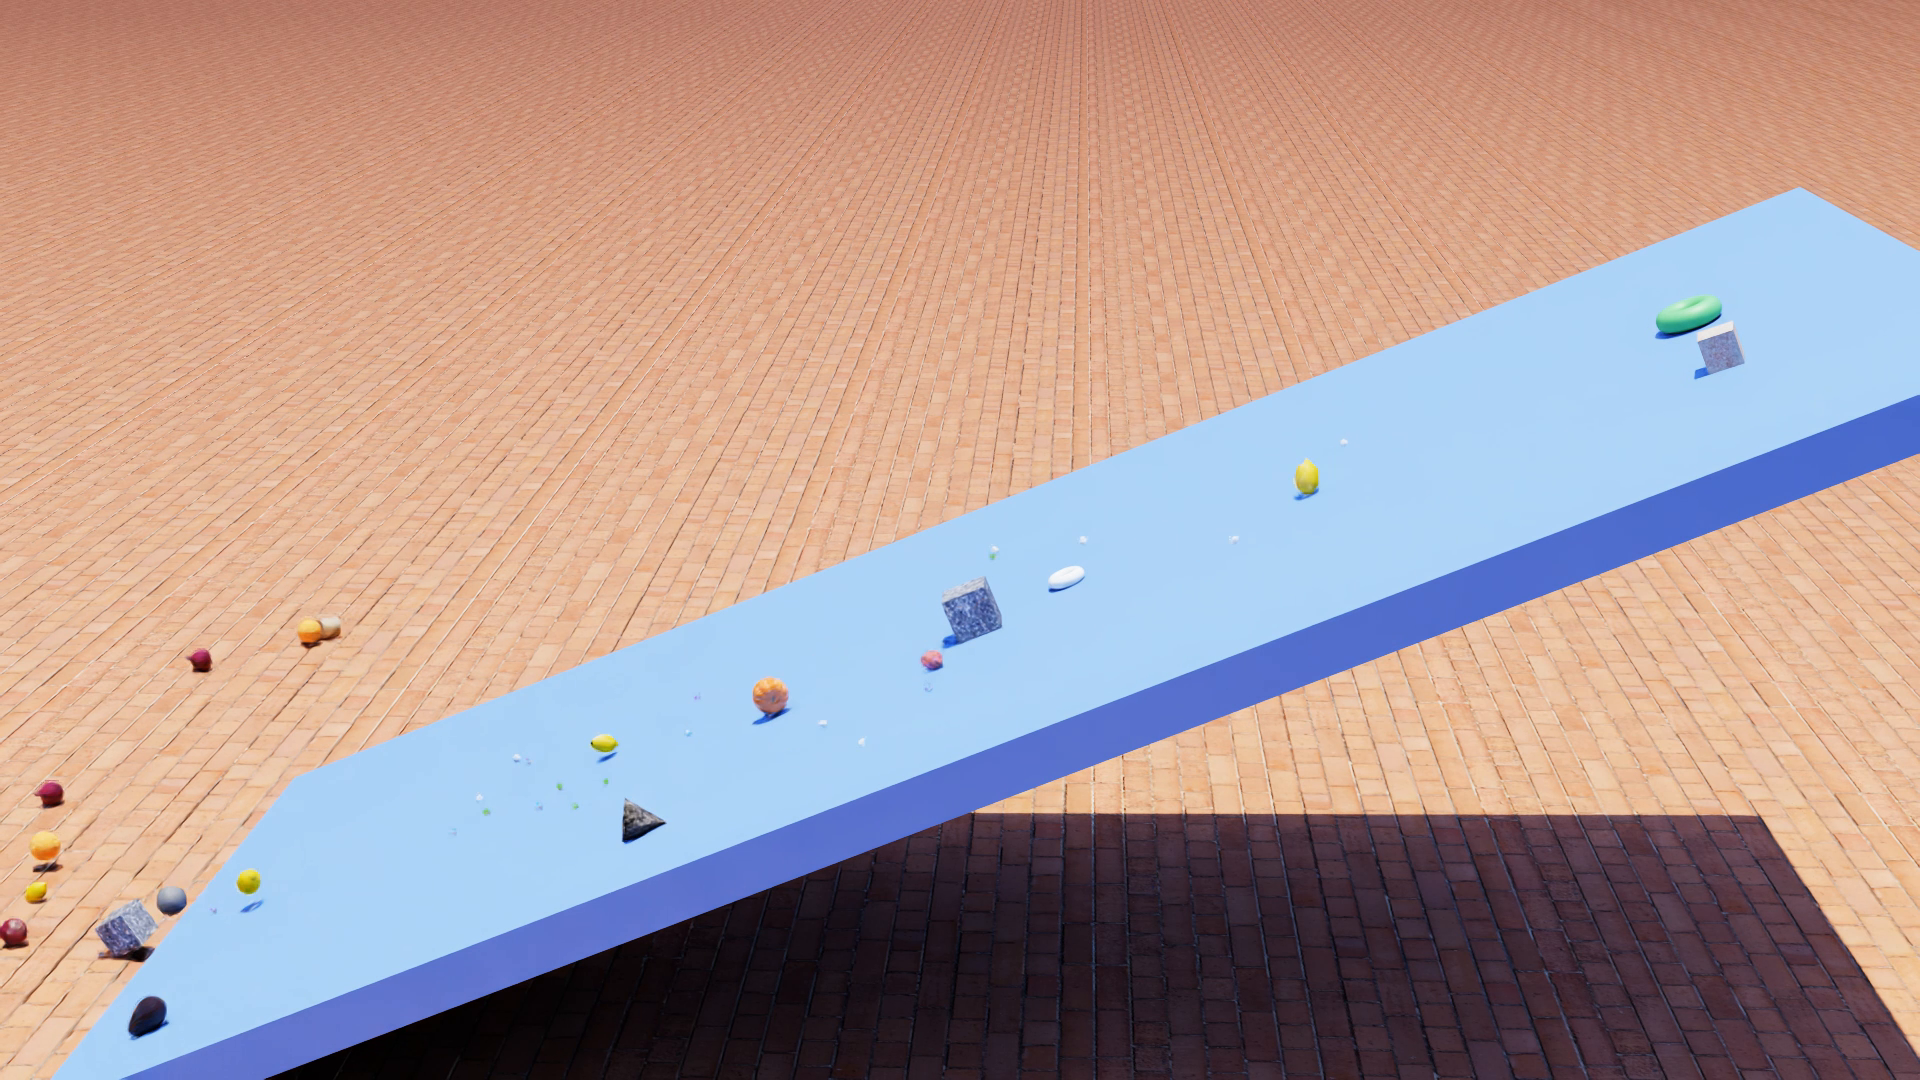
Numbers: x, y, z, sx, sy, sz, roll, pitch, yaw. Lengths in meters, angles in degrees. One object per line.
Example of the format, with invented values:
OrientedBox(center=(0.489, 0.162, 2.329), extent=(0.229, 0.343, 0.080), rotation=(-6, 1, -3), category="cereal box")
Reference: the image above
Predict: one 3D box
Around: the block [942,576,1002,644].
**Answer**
OrientedBox(center=(0.025, 0.145, 6.124), extent=(0.096, 0.096, 0.096), rotation=(-22, 12, 6), category="block")

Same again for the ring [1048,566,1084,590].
OrientedBox(center=(0.224, 0.080, 6.207), extent=(0.081, 0.027, 0.081), rotation=(-21, 13, 5), category="ring")

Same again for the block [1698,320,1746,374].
OrientedBox(center=(1.489, -0.376, 5.754), extent=(0.071, 0.071, 0.071), rotation=(-19, 13, 20), category="block")

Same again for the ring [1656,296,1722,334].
OrientedBox(center=(1.527, -0.473, 6.162), extent=(0.140, 0.047, 0.140), rotation=(-21, 11, 4), category="ring")

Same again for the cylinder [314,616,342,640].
OrientedBox(center=(-1.953, 0.272, 9.085), extent=(0.060, 0.060, 0.060), rotation=(-11, 18, -41), category="cylinder")

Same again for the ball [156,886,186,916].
OrientedBox(center=(-1.773, 0.811, 6.611), extent=(0.068, 0.068, 0.068), rotation=(0, 14, 0), category="ball")

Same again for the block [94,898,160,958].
OrientedBox(center=(-1.866, 0.870, 6.587), extent=(0.082, 0.082, 0.082), rotation=(-28, 13, 21), category="block")

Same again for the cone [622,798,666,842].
OrientedBox(center=(-0.609, 0.545, 5.700), extent=(0.086, 0.086, 0.086), rotation=(3, 14, -4), category="cone")

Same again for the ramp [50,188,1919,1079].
OrientedBox(center=(0.126, 0.173, 6.289), extent=(4.000, 0.100, 2.000), rotation=(-21, 12, 7), category="ramp")
